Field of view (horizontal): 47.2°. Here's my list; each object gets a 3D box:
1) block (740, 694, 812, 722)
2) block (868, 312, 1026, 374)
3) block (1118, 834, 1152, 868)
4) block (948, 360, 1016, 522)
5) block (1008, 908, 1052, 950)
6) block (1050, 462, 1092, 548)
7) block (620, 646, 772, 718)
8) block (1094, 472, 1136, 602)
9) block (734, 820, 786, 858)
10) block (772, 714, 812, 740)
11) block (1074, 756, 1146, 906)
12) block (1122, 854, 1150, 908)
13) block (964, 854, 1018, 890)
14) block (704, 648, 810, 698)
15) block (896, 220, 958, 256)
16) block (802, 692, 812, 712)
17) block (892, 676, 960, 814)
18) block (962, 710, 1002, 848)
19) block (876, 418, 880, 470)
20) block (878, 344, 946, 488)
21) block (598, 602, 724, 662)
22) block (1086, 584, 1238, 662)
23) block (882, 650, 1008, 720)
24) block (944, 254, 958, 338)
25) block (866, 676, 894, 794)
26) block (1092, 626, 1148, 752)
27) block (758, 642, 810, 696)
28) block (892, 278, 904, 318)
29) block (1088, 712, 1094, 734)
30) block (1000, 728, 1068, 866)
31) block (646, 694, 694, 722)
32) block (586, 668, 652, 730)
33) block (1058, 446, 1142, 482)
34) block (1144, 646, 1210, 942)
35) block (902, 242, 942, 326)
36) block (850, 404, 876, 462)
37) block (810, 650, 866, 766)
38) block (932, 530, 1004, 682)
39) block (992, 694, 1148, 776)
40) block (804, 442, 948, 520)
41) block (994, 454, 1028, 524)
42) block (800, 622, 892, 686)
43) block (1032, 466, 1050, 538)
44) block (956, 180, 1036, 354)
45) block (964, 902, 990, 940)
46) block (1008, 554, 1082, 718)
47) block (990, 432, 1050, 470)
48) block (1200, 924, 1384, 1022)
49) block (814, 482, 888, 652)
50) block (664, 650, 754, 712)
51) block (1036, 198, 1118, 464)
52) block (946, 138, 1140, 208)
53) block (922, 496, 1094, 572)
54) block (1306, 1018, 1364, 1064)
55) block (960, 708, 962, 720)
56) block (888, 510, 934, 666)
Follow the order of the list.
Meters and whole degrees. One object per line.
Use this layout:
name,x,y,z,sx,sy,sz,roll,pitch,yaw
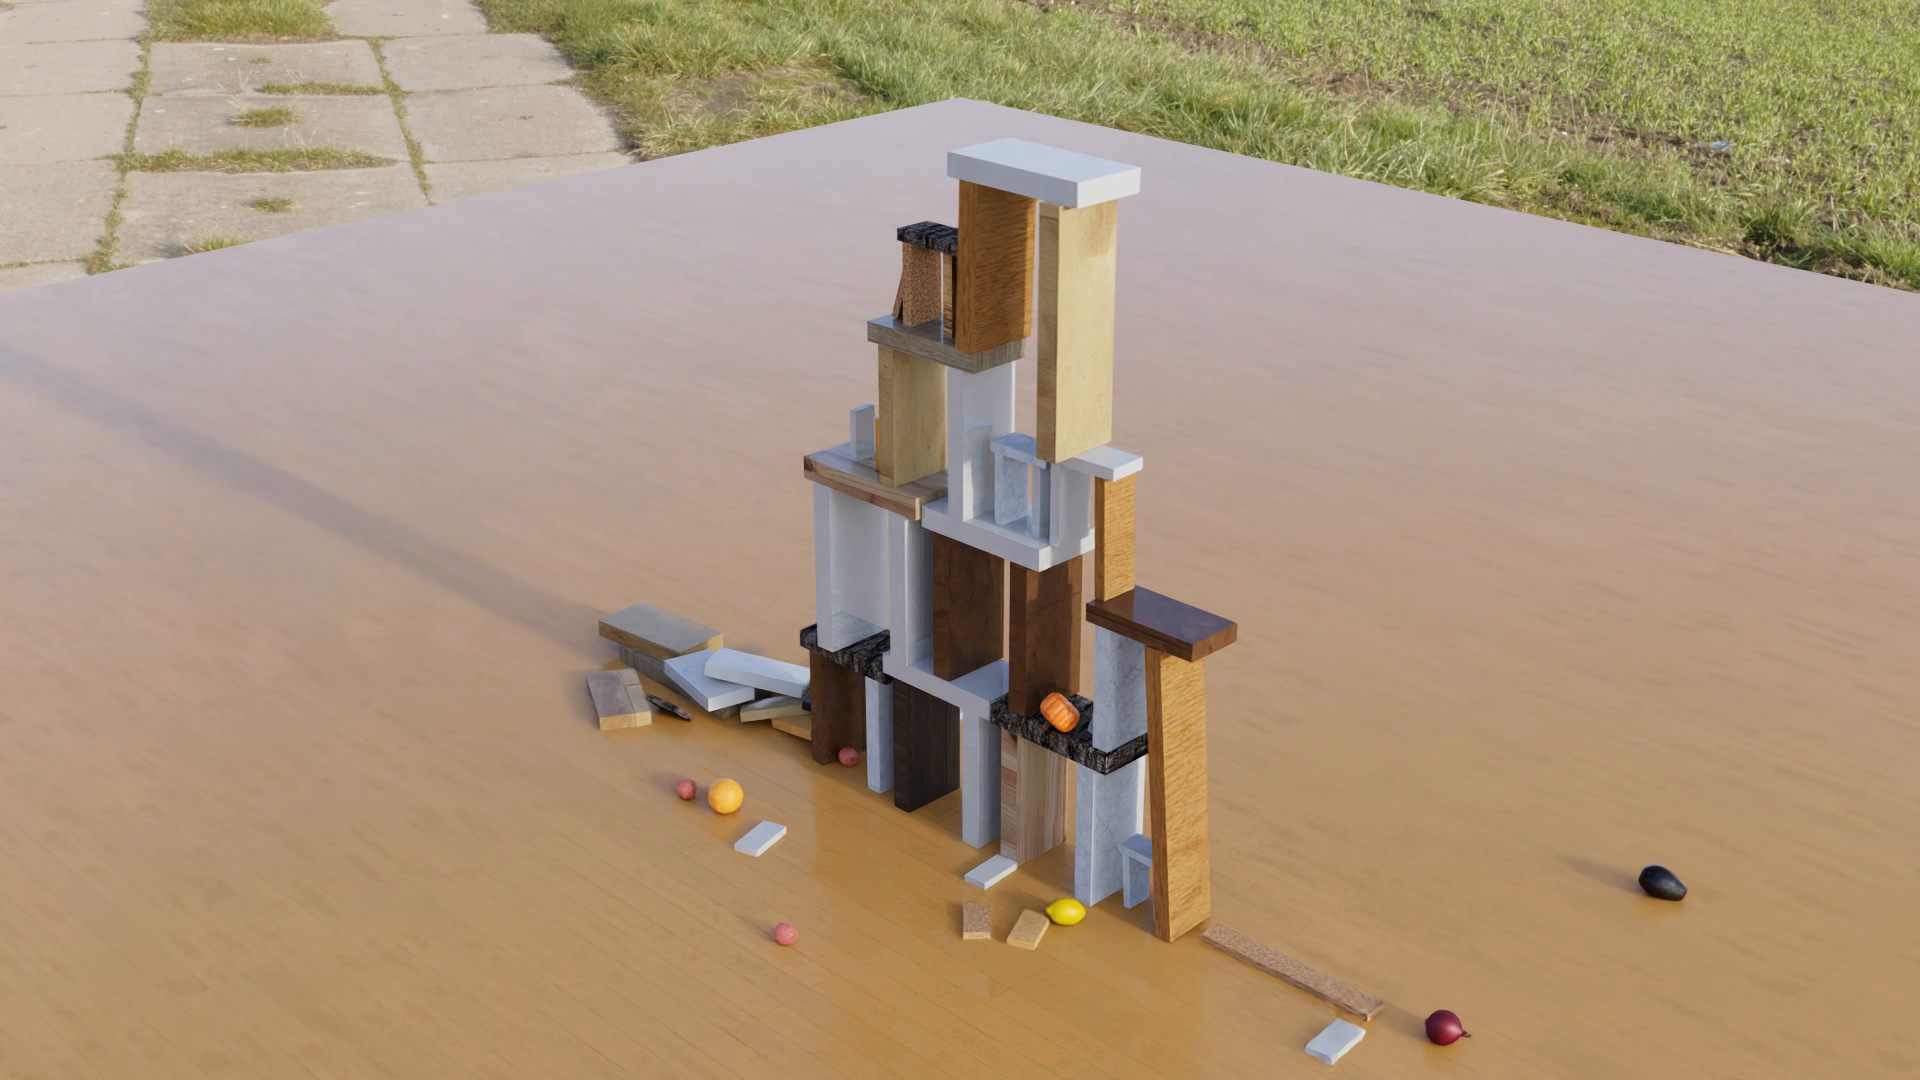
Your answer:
block,-0.402,0.367,4.823,0.156,0.022,0.078,-7,14,-1
block,-0.026,-0.374,4.088,0.278,0.039,0.139,21,31,40
block,0.355,0.581,4.083,0.112,0.016,0.056,21,31,40
block,0.040,-0.195,4.093,0.039,0.295,0.139,21,31,40
block,0.128,0.717,4.052,0.052,0.015,0.104,8,24,18
block,0.200,-0.075,3.979,0.082,0.164,0.023,-21,31,-40
block,-0.605,0.302,5.000,0.136,0.039,0.390,-20,30,-39
block,0.277,-0.013,3.924,0.082,0.235,0.023,-21,29,-40
block,-0.394,0.590,4.350,0.053,0.015,0.105,12,26,26
block,-0.333,0.398,4.756,0.078,0.022,0.156,-17,17,-34
block,0.282,0.530,4.140,0.041,0.291,0.145,21,31,41
block,0.331,0.631,4.130,0.056,0.112,0.016,-21,28,-41
block,0.060,0.639,4.237,0.050,0.014,0.100,18,29,36
block,-0.442,0.293,4.868,0.223,0.032,0.112,13,16,8
block,-0.033,-0.552,4.026,0.079,0.022,0.158,-21,31,-40
block,-0.283,0.326,4.847,0.067,0.019,0.227,15,24,8
block,-0.067,0.392,4.460,0.042,0.294,0.147,21,31,41
block,0.072,0.446,4.332,0.042,0.294,0.147,21,31,41
block,-0.140,-0.192,4.287,0.015,0.105,0.053,21,31,41
block,-0.091,-0.253,4.209,0.039,0.278,0.139,21,31,40
block,-0.694,0.218,5.098,0.272,0.039,0.136,18,29,36
block,0.355,0.145,3.894,0.123,0.035,0.246,-21,31,-41
block,0.003,0.265,4.330,0.294,0.042,0.147,21,31,41
block,0.005,-0.455,4.026,0.022,0.158,0.079,21,31,40
block,-0.132,0.380,4.533,0.130,0.259,0.037,-21,31,-41
block,0.298,0.252,4.002,0.035,0.246,0.123,21,31,41
block,-0.350,0.311,4.980,0.272,0.039,0.136,18,29,37
block,-0.094,-0.469,4.129,0.015,0.104,0.052,36,39,27
block,0.268,0.309,4.054,0.050,0.100,0.014,-21,48,-41
block,0.145,0.476,4.266,0.041,0.291,0.145,21,31,41
block,-0.639,0.368,4.833,0.104,0.015,0.052,19,-14,38
block,-0.760,0.353,4.889,0.112,0.032,0.223,-7,24,-15
block,0.234,-0.145,3.904,0.164,0.023,0.082,19,30,38
block,0.395,0.443,3.975,0.035,0.578,0.123,14,26,41
block,-0.071,-0.484,4.094,0.022,0.158,0.079,21,31,40
block,-0.192,-0.212,4.333,0.015,0.105,0.053,20,30,38
block,-0.250,0.336,4.637,0.130,0.259,0.037,-17,28,-34
block,0.017,0.108,4.257,0.043,0.304,0.152,21,31,41
block,0.213,0.350,4.139,0.291,0.041,0.145,21,31,41
block,-0.141,-0.123,4.317,0.319,0.045,0.159,21,31,40
block,0.096,-0.103,4.079,0.069,0.138,0.020,-21,31,-41
block,-0.195,0.221,4.529,0.259,0.037,0.130,21,31,41
block,0.162,-0.078,4.020,0.069,0.138,0.020,-21,31,-40
block,0.065,-0.503,3.940,0.044,0.312,0.156,22,31,38
block,0.031,0.706,4.078,0.050,0.014,0.100,0,23,0
block,0.160,0.165,4.127,0.043,0.308,0.152,21,31,40
block,0.129,-0.164,4.020,0.138,0.020,0.069,21,31,40
block,0.590,0.769,3.928,0.362,0.015,0.052,20,30,40
block,-0.219,0.035,4.462,0.045,0.359,0.159,21,30,40
block,-0.559,0.310,4.890,0.112,0.032,0.223,-14,27,-29
block,0.202,-0.373,3.823,0.044,0.459,0.156,19,30,38
block,0.142,-0.636,3.797,0.156,0.044,0.312,-21,31,-40
block,0.089,-0.025,4.124,0.304,0.043,0.152,21,31,40
block,0.637,0.851,3.735,0.052,0.015,0.104,19,29,37
block,0.007,0.373,4.864,0.302,0.015,0.052,-17,28,-34
block,-0.065,0.073,4.320,0.159,0.319,0.045,-21,31,-41
